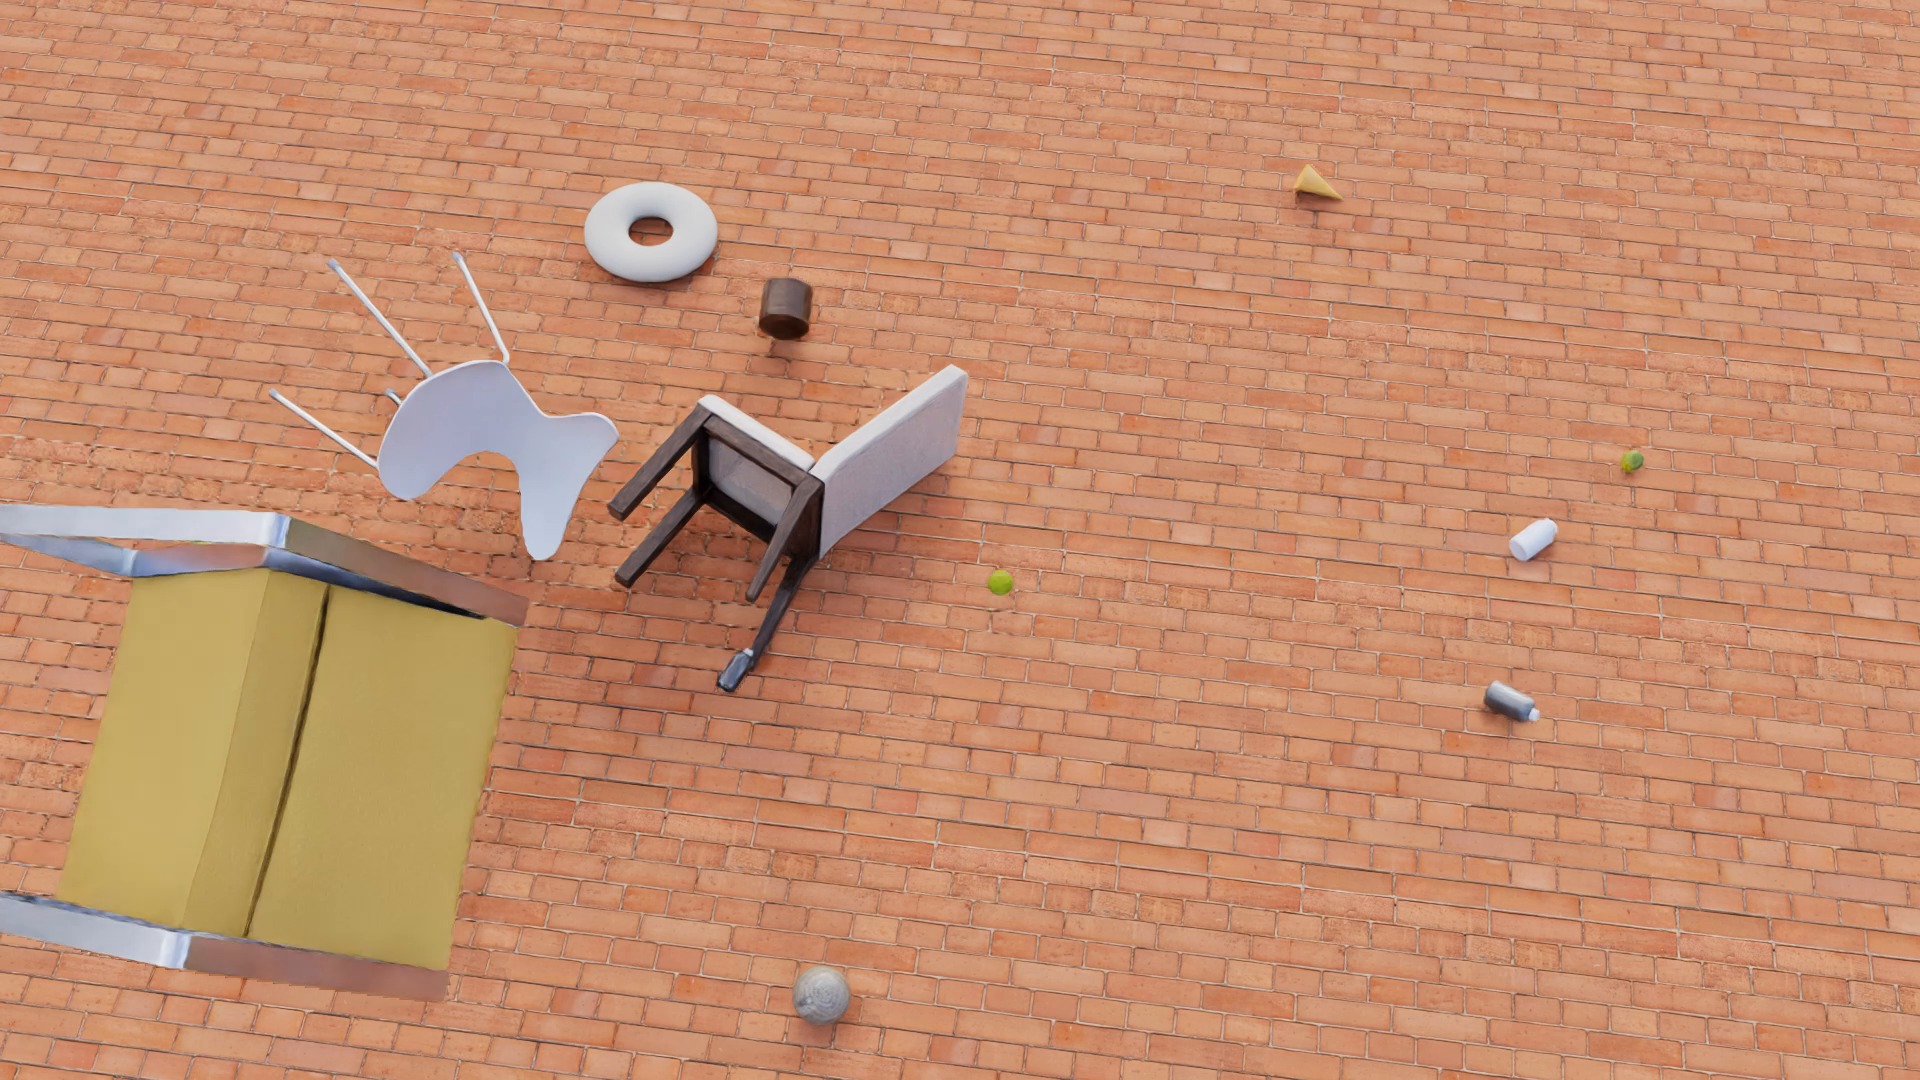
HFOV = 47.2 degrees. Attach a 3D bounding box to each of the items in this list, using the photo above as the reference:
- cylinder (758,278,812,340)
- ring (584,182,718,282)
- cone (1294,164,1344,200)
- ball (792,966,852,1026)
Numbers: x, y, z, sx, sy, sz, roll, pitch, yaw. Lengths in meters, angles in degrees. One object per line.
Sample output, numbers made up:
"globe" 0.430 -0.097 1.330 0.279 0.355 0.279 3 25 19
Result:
"cylinder" -0.550 -0.730 6.938 0.158 0.162 0.132 8 66 -8
"ring" -1.013 -1.011 7.209 0.451 0.073 0.417 25 60 16
"cone" 1.212 -1.169 7.324 0.169 0.128 0.089 27 88 -6
"ball" -0.358 1.179 5.691 0.153 0.153 0.153 0 56 0
